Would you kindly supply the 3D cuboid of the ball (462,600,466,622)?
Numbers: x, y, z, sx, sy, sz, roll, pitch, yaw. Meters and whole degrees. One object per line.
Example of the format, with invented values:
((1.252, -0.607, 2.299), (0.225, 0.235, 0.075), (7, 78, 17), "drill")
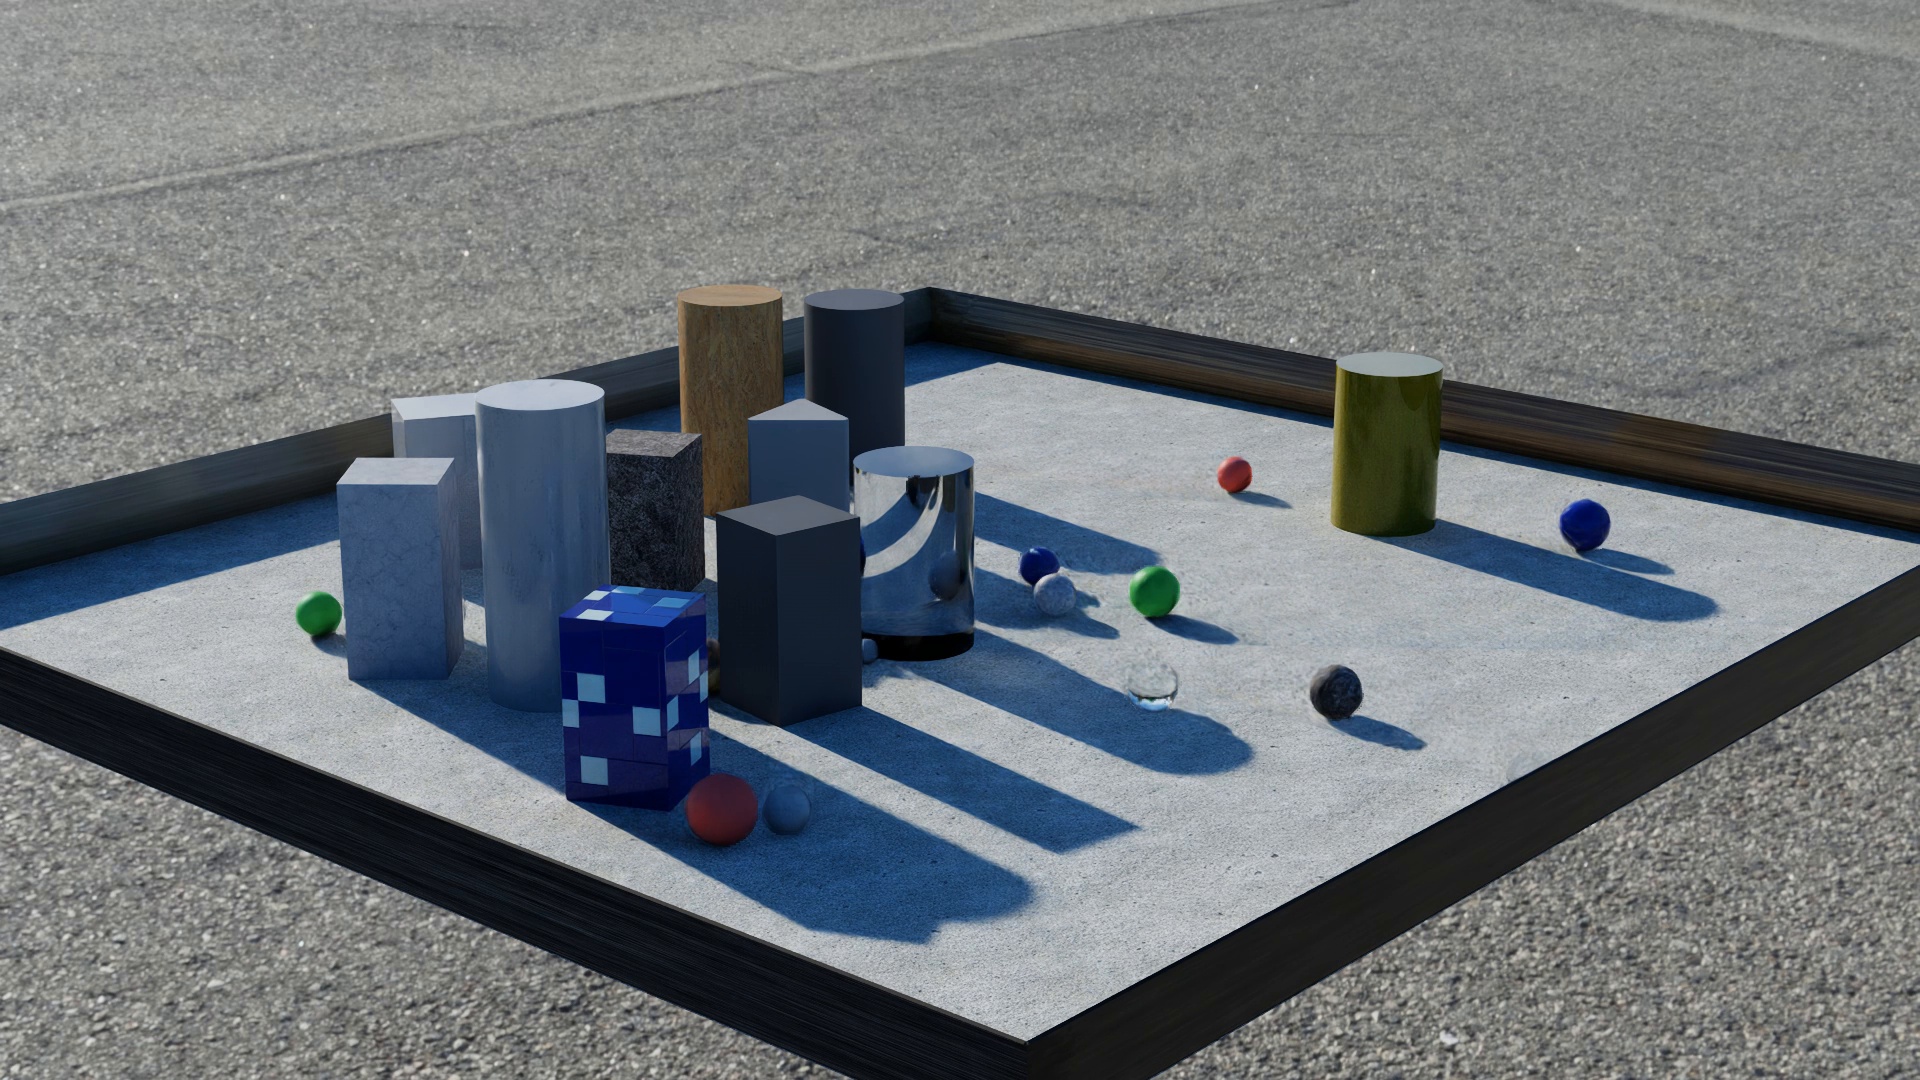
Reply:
((-0.870, 0.123, 4.892), (0.090, 0.090, 0.090), (0, 17, 0), "ball")

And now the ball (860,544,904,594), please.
((-0.142, 0.051, 5.134), (0.088, 0.088, 0.088), (0, 17, 0), "ball")

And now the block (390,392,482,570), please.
((-0.930, -0.104, 5.304), (0.159, 0.286, 0.159), (-6, 18, -18), "block")

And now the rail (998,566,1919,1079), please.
((1.014, 0.286, 4.277), (0.045, 0.129, 2.925), (14, 22, 39), "rail")

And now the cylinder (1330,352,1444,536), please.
((0.803, -0.181, 5.525), (0.199, 0.307, 0.199), (0, 17, 0), "cylinder")

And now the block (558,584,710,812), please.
((-0.467, 0.226, 4.226), (0.159, 0.277, 0.159), (5, 17, 16), "block")

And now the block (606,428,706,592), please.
((-0.550, -0.043, 5.139), (0.159, 0.265, 0.159), (4, 17, 13), "block")

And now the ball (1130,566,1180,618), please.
((0.333, 0.088, 5.012), (0.087, 0.087, 0.087), (0, 17, 0), "ball")

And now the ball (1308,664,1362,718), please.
((0.581, 0.234, 4.534), (0.083, 0.083, 0.083), (0, 17, 0), "ball")

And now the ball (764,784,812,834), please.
((-0.241, 0.376, 4.091), (0.067, 0.067, 0.067), (0, 17, 0), "ball")

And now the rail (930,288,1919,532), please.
((0.943, -0.281, 6.160), (2.732, 0.129, 0.045), (14, 22, 39), "rail")

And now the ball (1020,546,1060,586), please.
((0.140, 0.047, 5.175), (0.071, 0.071, 0.071), (0, 17, 0), "ball")

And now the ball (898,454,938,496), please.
((-0.081, -0.128, 5.742), (0.079, 0.079, 0.079), (0, 17, 0), "ball")

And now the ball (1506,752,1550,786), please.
((0.819, 0.339, 4.217), (0.065, 0.065, 0.065), (0, 17, 0), "ball")

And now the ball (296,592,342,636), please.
((-1.074, 0.124, 4.913), (0.075, 0.075, 0.075), (0, 17, 0), "ball")

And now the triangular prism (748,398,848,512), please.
((-0.282, -0.084, 5.203), (0.172, 0.306, 0.149), (0, 17, 0), "triangular prism")

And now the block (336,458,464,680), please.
((-0.902, 0.045, 4.739), (0.159, 0.326, 0.159), (0, 17, 0), "block")

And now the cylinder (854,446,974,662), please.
((-0.076, 0.021, 4.845), (0.199, 0.312, 0.199), (0, 17, 0), "cylinder")

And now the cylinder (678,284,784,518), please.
((-0.437, -0.268, 5.631), (0.199, 0.412, 0.199), (0, 17, 0), "cylinder")

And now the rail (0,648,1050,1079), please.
((-0.943, 0.346, 4.079), (2.732, 0.129, 0.045), (14, 22, 39), "rail")

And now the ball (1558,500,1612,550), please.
((1.147, -0.028, 5.384), (0.095, 0.095, 0.095), (0, 17, 0), "ball")

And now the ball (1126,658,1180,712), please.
((0.300, 0.226, 4.564), (0.082, 0.082, 0.082), (0, 17, 0), "ball")

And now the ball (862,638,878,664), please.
((-0.154, 0.181, 4.779), (0.043, 0.043, 0.043), (0, 17, 0), "ball")

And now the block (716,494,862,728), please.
((-0.265, 0.109, 4.561), (0.159, 0.308, 0.159), (-13, 21, -37), "block")

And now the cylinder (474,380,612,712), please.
((-0.648, 0.008, 4.588), (0.199, 0.485, 0.199), (0, 17, 0), "cylinder")

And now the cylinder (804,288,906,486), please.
((-0.210, -0.306, 5.852), (0.199, 0.356, 0.199), (0, 17, 0), "cylinder")

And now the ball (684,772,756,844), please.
((-0.331, 0.371, 4.051), (0.099, 0.099, 0.099), (0, 17, 0), "ball")

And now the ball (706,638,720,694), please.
((-0.401, 0.200, 4.640), (0.087, 0.087, 0.087), (0, 17, 0), "ball")

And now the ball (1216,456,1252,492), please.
((0.540, -0.129, 5.761), (0.070, 0.070, 0.070), (0, 17, 0), "ball")

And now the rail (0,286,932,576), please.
((-1.014, -0.221, 5.962), (0.045, 0.129, 2.925), (14, 22, 39), "rail")

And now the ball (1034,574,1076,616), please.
((0.162, 0.094, 5.017), (0.074, 0.074, 0.074), (0, 17, 0), "ball")
